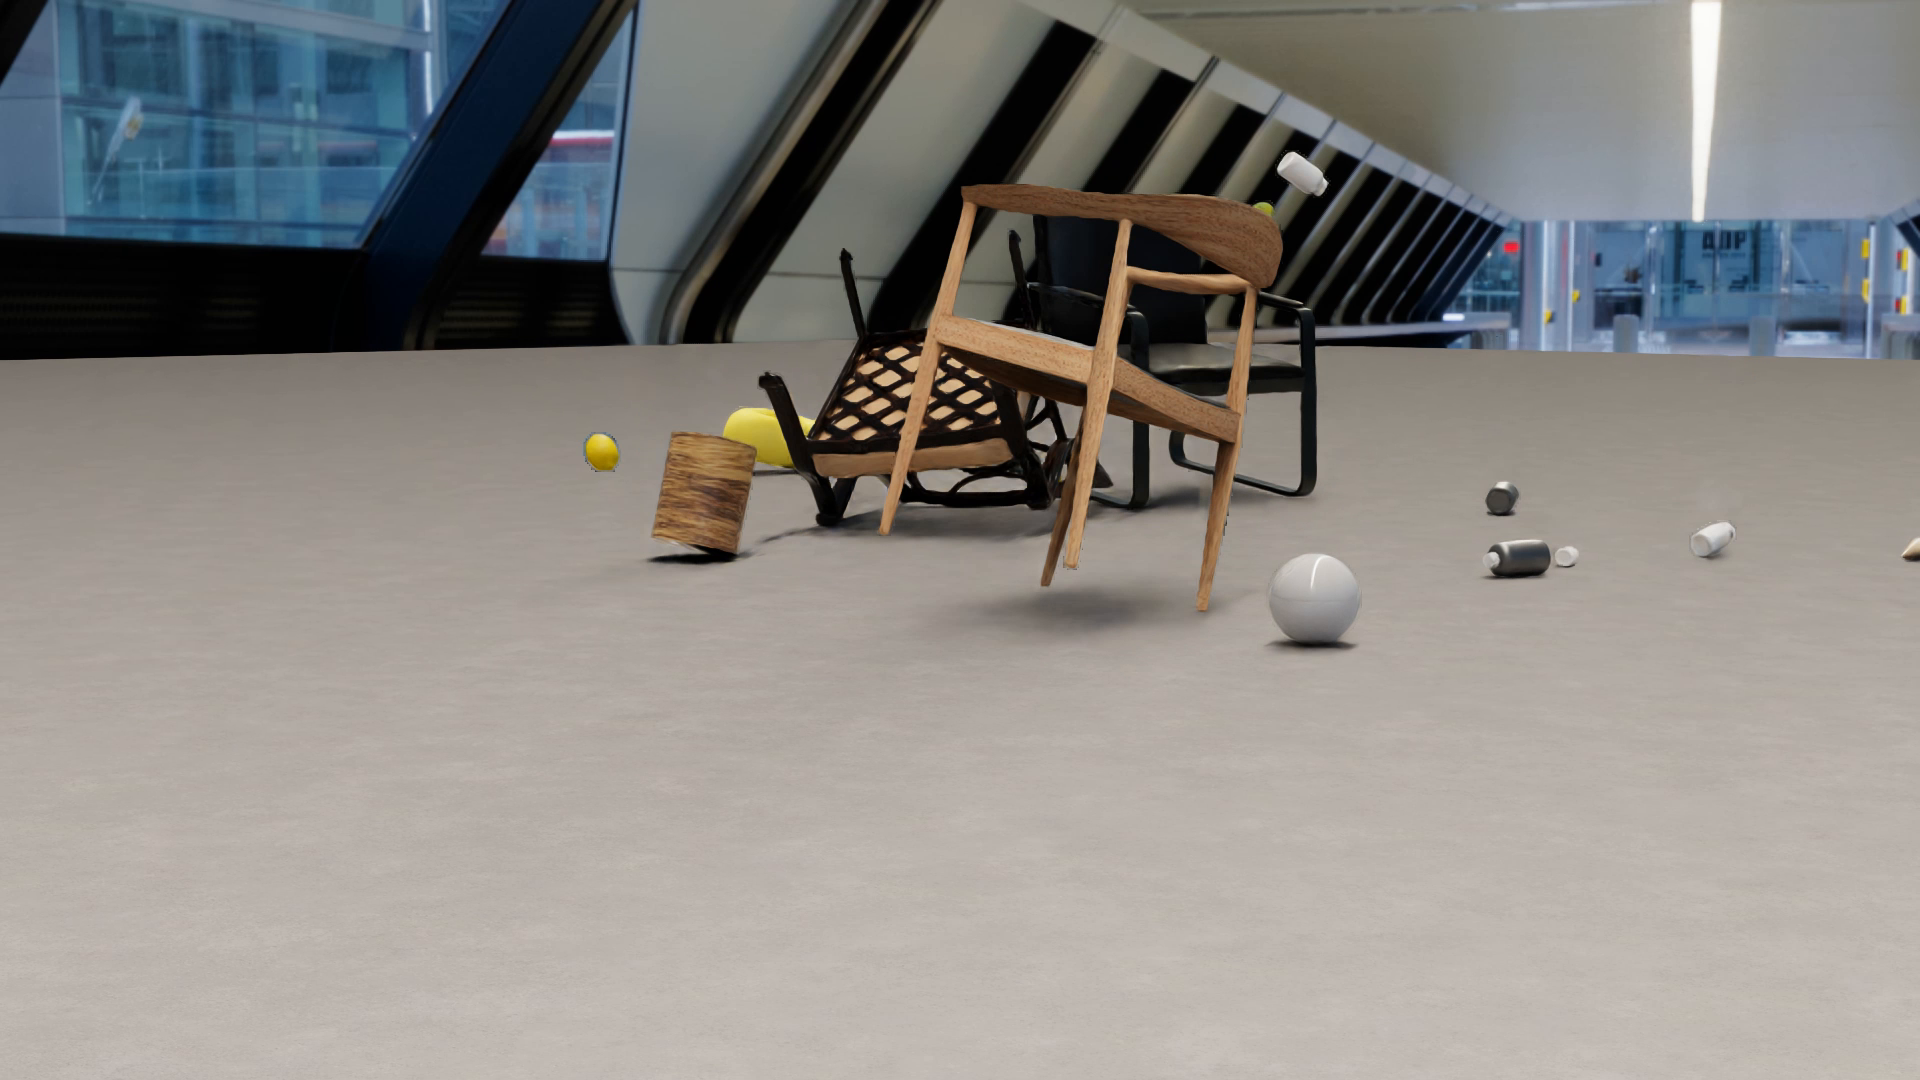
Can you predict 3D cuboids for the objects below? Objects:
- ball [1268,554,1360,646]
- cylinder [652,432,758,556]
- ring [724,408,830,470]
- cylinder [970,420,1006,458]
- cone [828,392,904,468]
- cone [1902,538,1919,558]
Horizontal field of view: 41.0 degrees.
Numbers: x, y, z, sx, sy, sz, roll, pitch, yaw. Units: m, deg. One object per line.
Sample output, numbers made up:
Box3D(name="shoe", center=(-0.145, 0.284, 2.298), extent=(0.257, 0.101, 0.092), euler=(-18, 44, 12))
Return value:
Box3D(name="ball", center=(0.633, 0.105, 4.586), extent=(0.164, 0.164, 0.164), euler=(0, 6, 0))
Box3D(name="cylinder", center=(-0.596, -0.107, 5.983), extent=(0.203, 0.253, 0.228), euler=(10, -5, 3))
Box3D(name="ring", center=(-0.609, -0.340, 8.612), extent=(0.465, 0.159, 0.194), euler=(8, 15, -47))
Box3D(name="cylinder", center=(0.101, -0.355, 9.071), extent=(0.088, 0.099, 0.136), euler=(36, -17, 4))
Box3D(name="cone", center=(-0.322, -0.346, 7.601), extent=(0.294, 0.190, 0.145), euler=(-40, 39, -21))
Box3D(name="cone", center=(2.201, 0.029, 5.948), extent=(0.103, 0.049, 0.053), euler=(-16, -26, -46))
